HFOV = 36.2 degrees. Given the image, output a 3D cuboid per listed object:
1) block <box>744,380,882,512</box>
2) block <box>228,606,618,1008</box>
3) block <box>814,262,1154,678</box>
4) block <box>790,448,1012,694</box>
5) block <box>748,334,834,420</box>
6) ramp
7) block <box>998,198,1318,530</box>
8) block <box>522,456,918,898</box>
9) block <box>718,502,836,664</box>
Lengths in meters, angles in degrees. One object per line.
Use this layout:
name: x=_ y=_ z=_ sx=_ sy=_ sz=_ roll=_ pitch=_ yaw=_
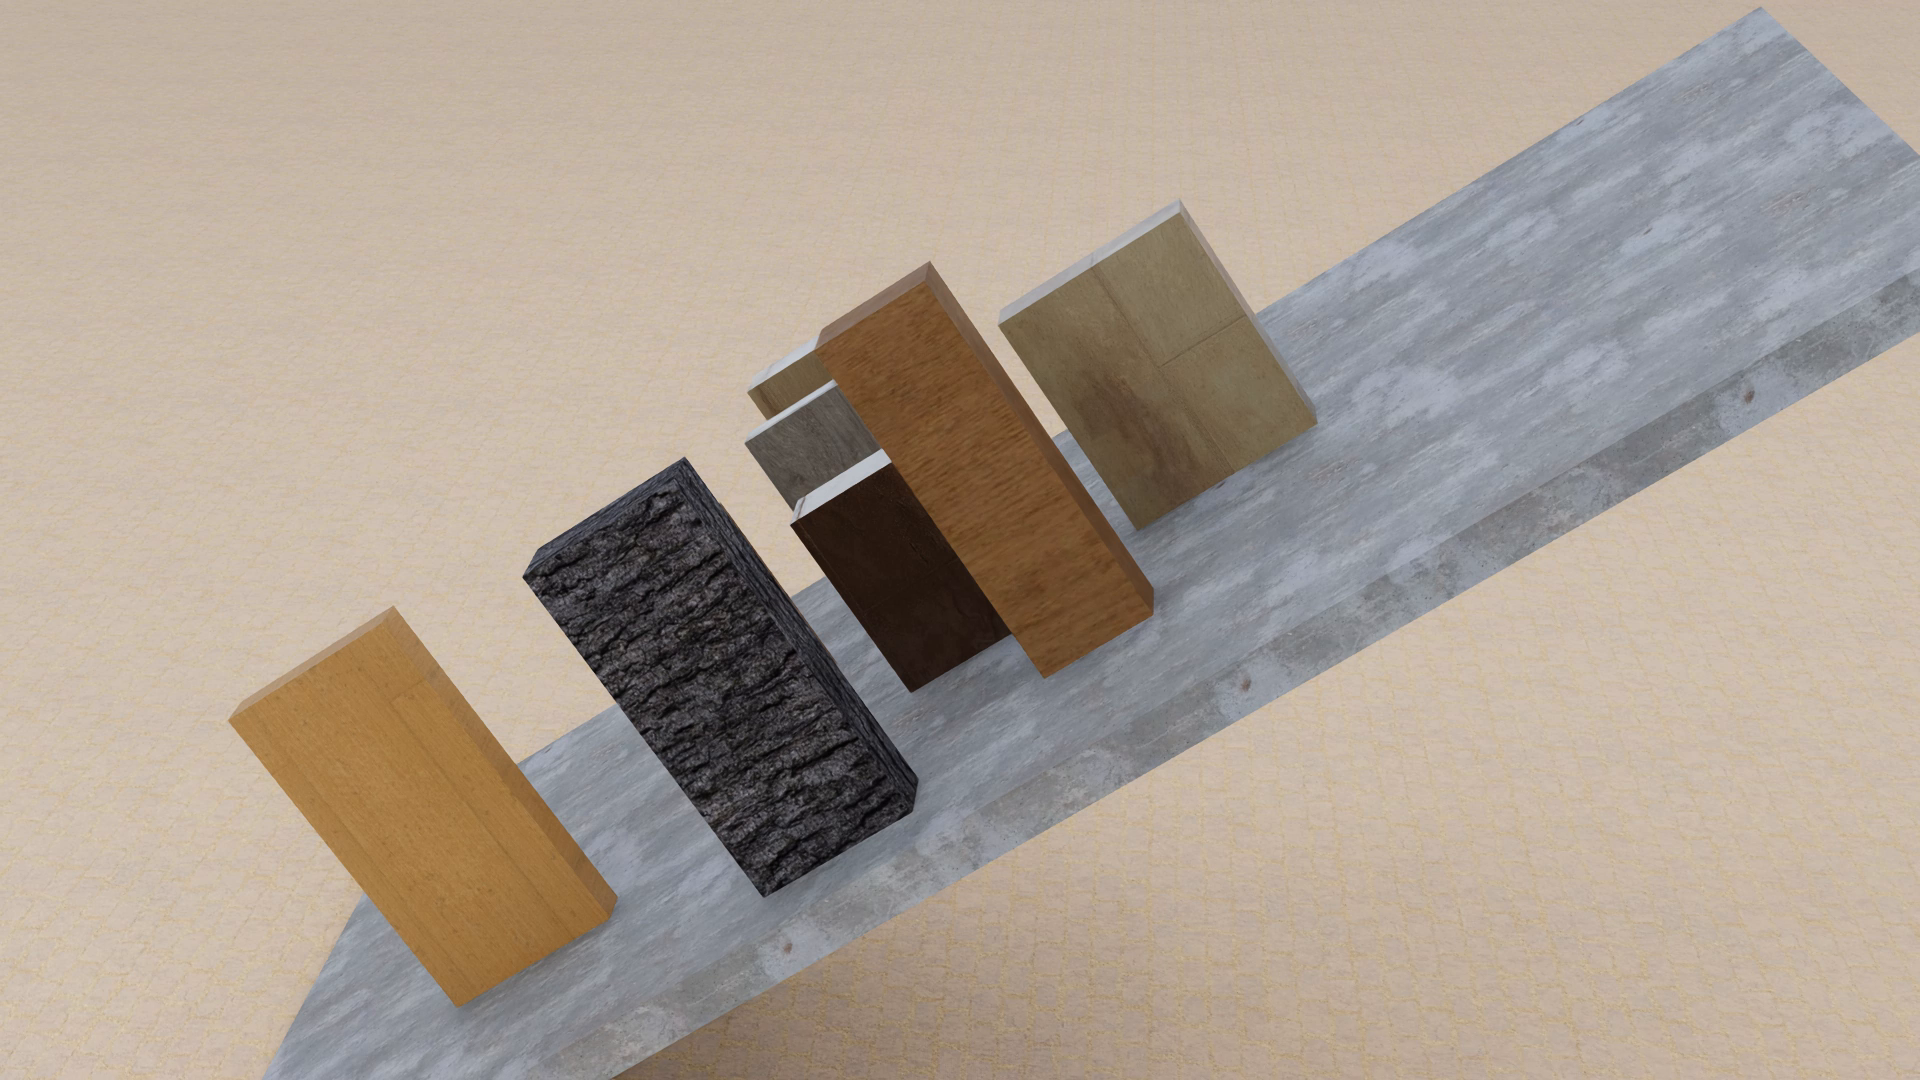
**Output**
block: x=-0.213 y=-0.131 z=6.838 sx=0.352 sy=0.489 sz=0.080 roll=-31 pitch=16 yaw=14
block: x=-1.103 y=0.558 z=6.075 sx=0.401 sy=0.780 sz=0.095 roll=-31 pitch=16 yaw=14
block: x=0.054 y=-0.131 z=5.677 sx=0.252 sy=0.794 sz=0.143 roll=-31 pitch=16 yaw=14
block: x=-0.087 y=0.037 z=6.136 sx=0.326 sy=0.446 sz=0.148 roll=-31 pitch=16 yaw=14
block: x=-0.247 y=-0.235 z=7.142 sx=0.271 sy=0.532 sz=0.134 roll=-31 pitch=16 yaw=14
ramp: x=0.139 y=0.171 z=6.298 sx=4.000 sy=0.100 sz=2.000 roll=-31 pitch=16 yaw=14
block: x=0.412 y=-0.361 z=6.116 sx=0.441 sy=0.534 sz=0.116 roll=-31 pitch=16 yaw=14
block: x=-0.444 y=0.265 z=5.559 sx=0.346 sy=0.781 sz=0.147 roll=-31 pitch=16 yaw=14
block: x=-0.515 y=0.175 z=6.603 sx=0.255 sy=0.459 sz=0.084 roll=-31 pitch=16 yaw=14
